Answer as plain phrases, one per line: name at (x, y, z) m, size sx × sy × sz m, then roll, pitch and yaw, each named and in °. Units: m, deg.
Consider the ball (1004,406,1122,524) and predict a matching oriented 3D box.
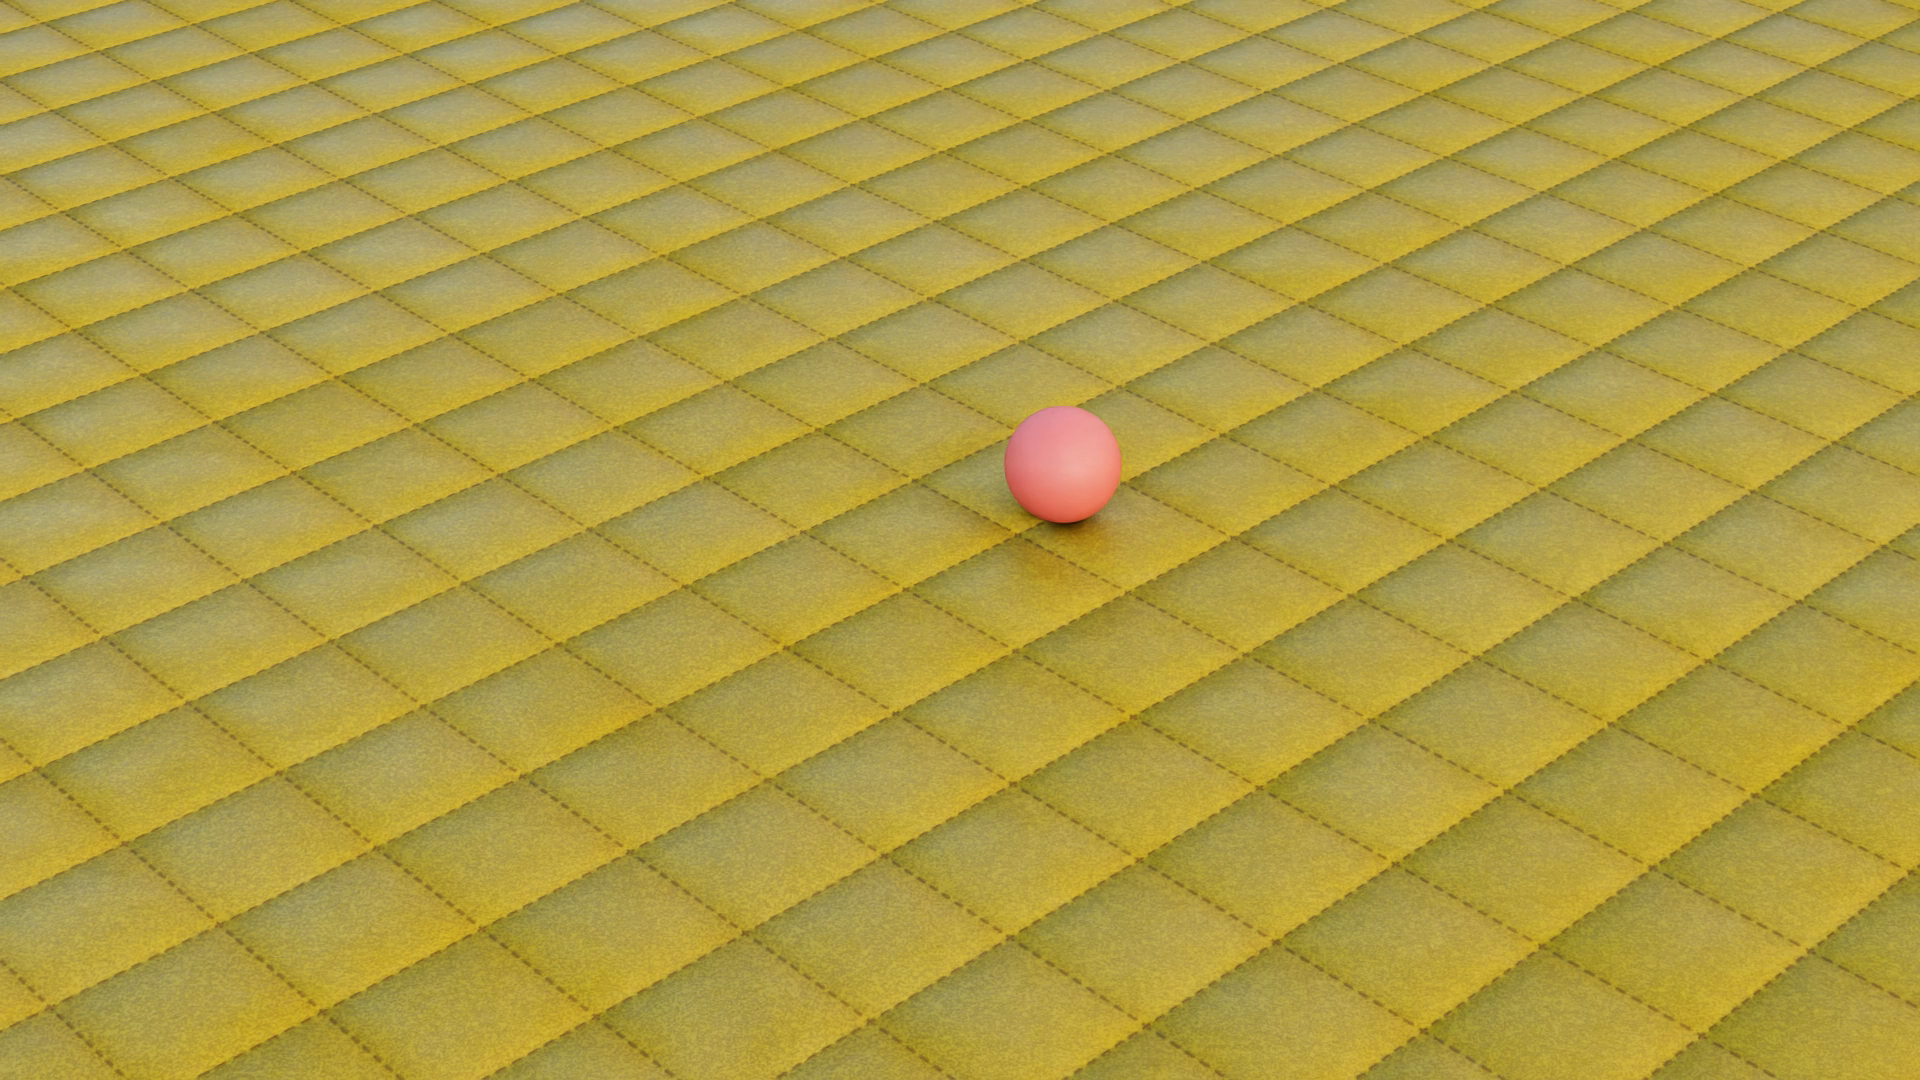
ball at (0.060, -0.044, 1.712) m, size 0.069 × 0.069 × 0.069 m, roll 0°, pitch 31°, yaw 0°
